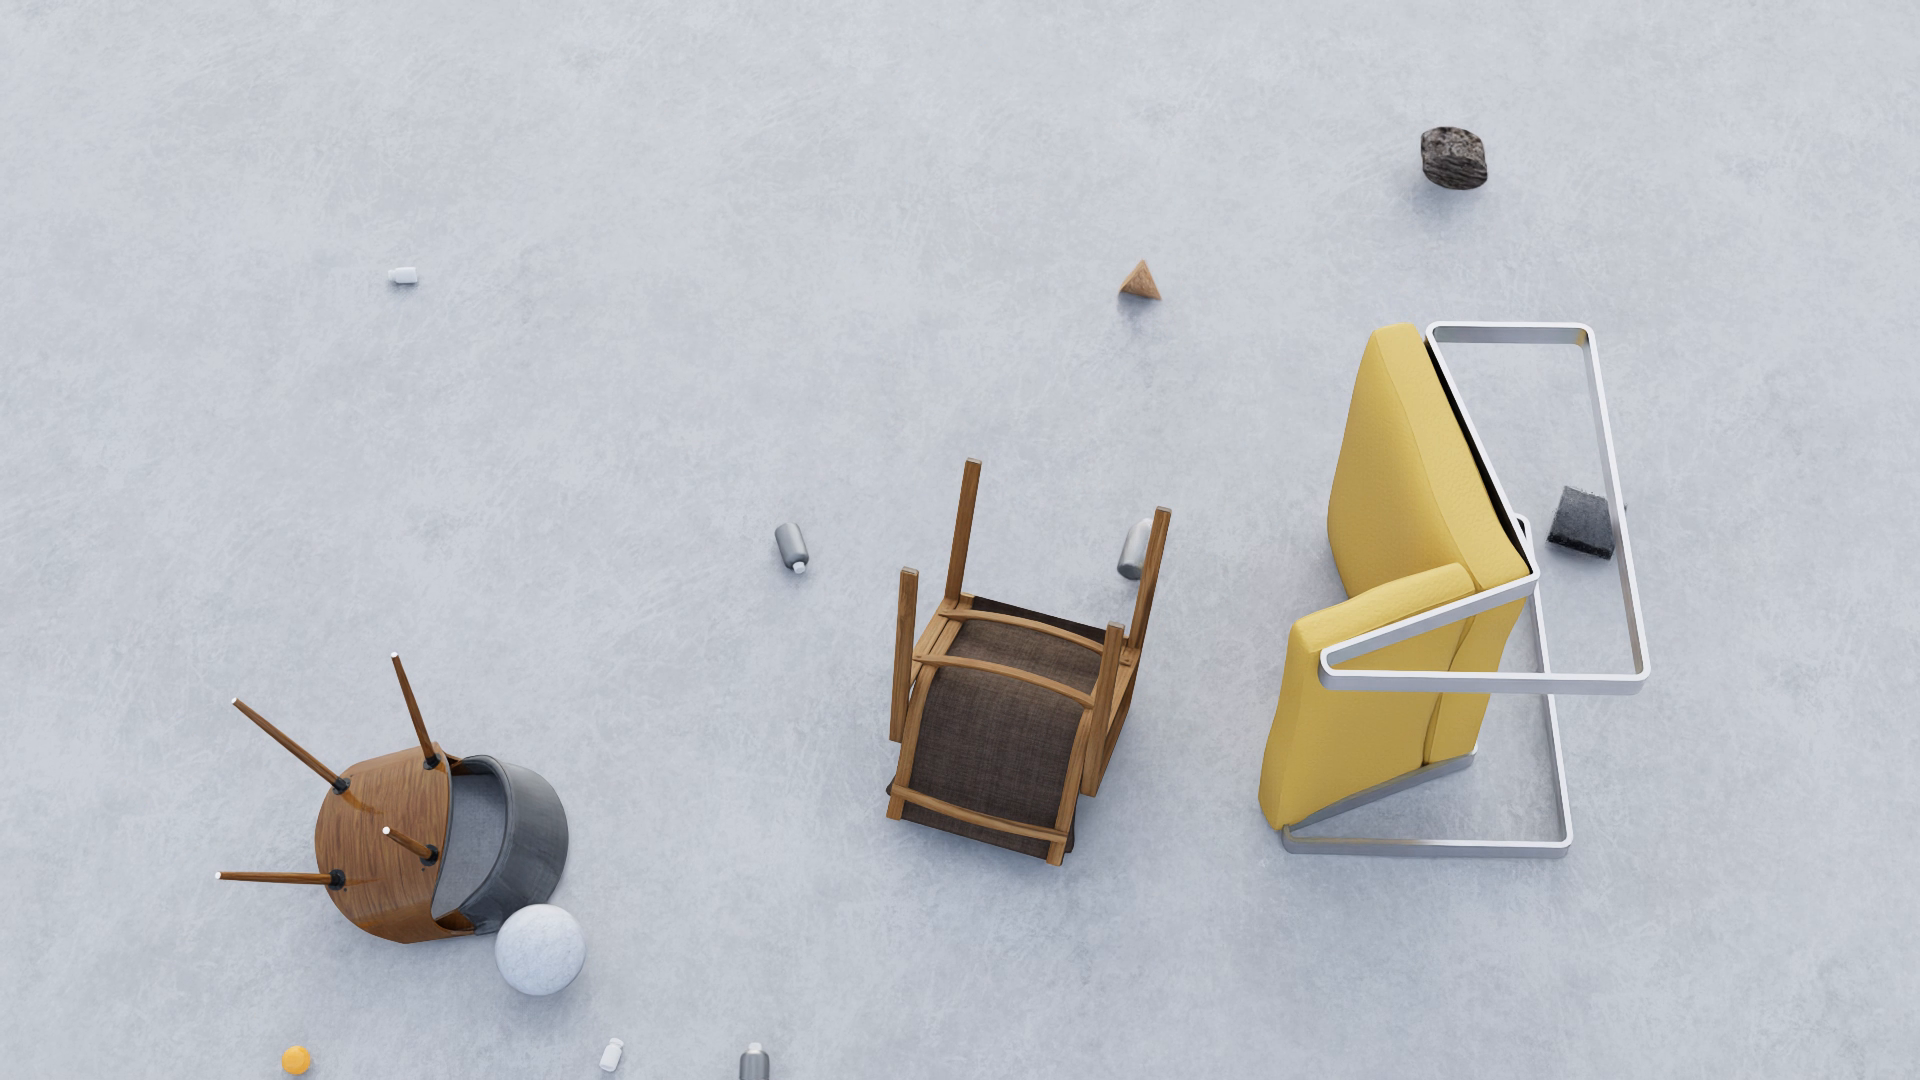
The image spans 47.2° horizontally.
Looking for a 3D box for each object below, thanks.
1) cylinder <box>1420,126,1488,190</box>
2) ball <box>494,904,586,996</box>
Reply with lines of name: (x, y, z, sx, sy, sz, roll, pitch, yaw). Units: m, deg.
cylinder: (1.646, -1.272, 7.329, 0.230, 0.150, 0.131, 14, 54, -17)
ball: (-1.090, 1.065, 5.717, 0.236, 0.236, 0.236, 0, 56, 0)
